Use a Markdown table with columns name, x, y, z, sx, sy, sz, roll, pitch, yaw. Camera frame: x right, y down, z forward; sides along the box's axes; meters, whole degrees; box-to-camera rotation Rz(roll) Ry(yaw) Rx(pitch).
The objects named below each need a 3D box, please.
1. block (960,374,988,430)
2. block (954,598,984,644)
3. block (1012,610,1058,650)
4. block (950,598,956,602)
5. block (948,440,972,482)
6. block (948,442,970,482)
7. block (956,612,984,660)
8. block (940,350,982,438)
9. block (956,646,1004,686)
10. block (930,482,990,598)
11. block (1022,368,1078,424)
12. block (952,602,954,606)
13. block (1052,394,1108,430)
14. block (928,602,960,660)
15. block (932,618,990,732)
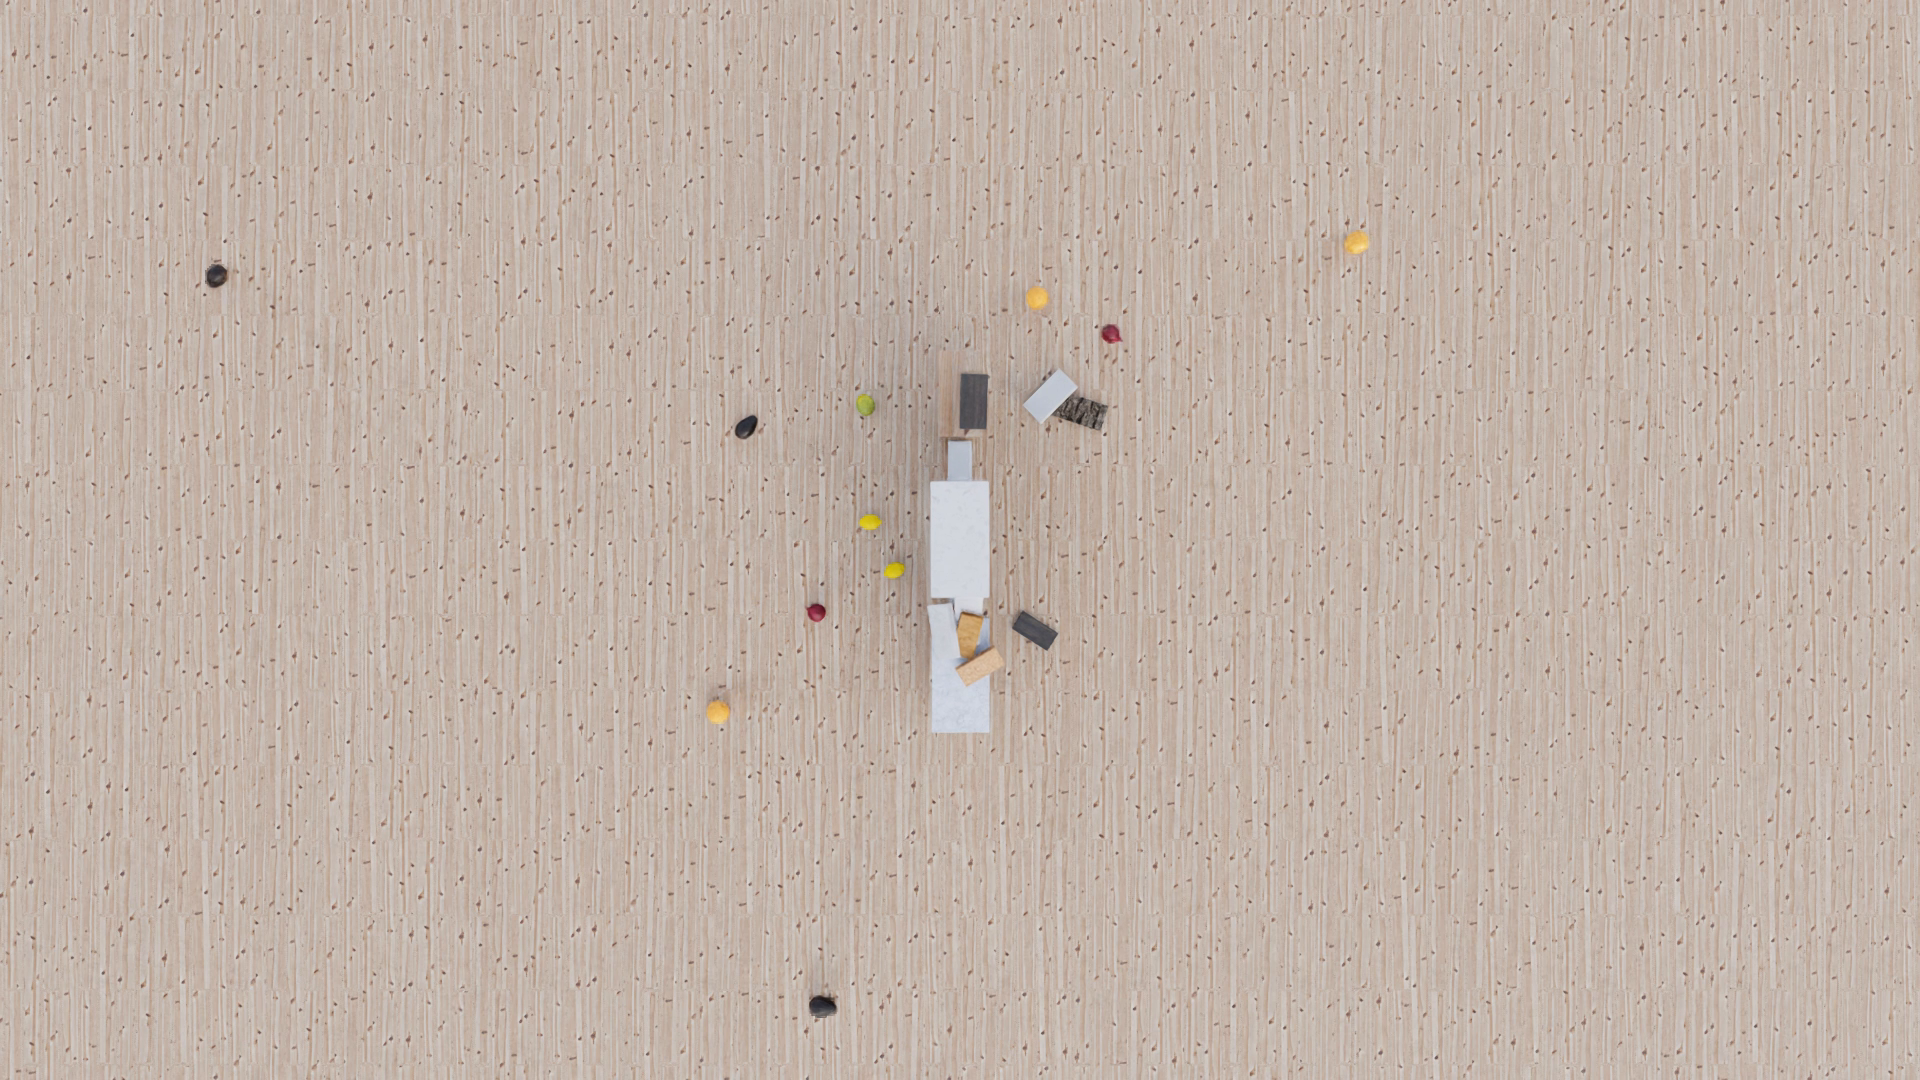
| name | x | y | z | sx | sy | sz | roll | pitch | yaw |
| --- | --- | --- | --- | --- | --- | --- | --- | --- | --- |
| block | 0.043 | -0.434 | 5.180 | 0.085 | 0.024 | 0.171 | 2 | 90 | 0 |
| block | 0.024 | 0.237 | 5.055 | 0.085 | 0.024 | 0.169 | 4 | 110 | 0 |
| block | 0.250 | 0.303 | 5.490 | 0.140 | 0.020 | 0.070 | 32 | 90 | 0 |
| block | -0.001 | 0.139 | 5.359 | 0.066 | 0.019 | 0.131 | 1 | 90 | 0 |
| block | 0.000 | -0.242 | 5.333 | 0.078 | 0.022 | 0.156 | 0 | 90 | 0 |
| block | -0.002 | -0.243 | 5.188 | 0.063 | 0.018 | 0.125 | 1 | 90 | 0 |
| block | 0.022 | 0.294 | 5.052 | 0.070 | 0.020 | 0.140 | 14 | 110 | -4 |
| block | 0.002 | -0.460 | 5.211 | 0.135 | 0.038 | 0.270 | 0 | 90 | 0 |
| block | 0.062 | 0.387 | 5.071 | 0.139 | 0.020 | 0.070 | -30 | 116 | 0 |
| block | 0.000 | -0.002 | 4.840 | 0.170 | 0.048 | 0.340 | 0 | 90 | 0 |
| block | 0.299 | -0.477 | 5.469 | 0.171 | 0.024 | 0.086 | -45 | 77 | 6 |
| block | -0.002 | 0.198 | 5.434 | 0.066 | 0.131 | 0.019 | 1 | 77 | 0 |
| block | 0.399 | -0.430 | 5.488 | 0.171 | 0.024 | 0.085 | 18 | 90 | 0 |
| block | -0.050 | 0.280 | 5.058 | 0.085 | 0.024 | 0.169 | -9 | 90 | 42 |
| block | 0.002 | 0.418 | 5.120 | 0.177 | 0.050 | 0.355 | 0 | 90 | 0 |
